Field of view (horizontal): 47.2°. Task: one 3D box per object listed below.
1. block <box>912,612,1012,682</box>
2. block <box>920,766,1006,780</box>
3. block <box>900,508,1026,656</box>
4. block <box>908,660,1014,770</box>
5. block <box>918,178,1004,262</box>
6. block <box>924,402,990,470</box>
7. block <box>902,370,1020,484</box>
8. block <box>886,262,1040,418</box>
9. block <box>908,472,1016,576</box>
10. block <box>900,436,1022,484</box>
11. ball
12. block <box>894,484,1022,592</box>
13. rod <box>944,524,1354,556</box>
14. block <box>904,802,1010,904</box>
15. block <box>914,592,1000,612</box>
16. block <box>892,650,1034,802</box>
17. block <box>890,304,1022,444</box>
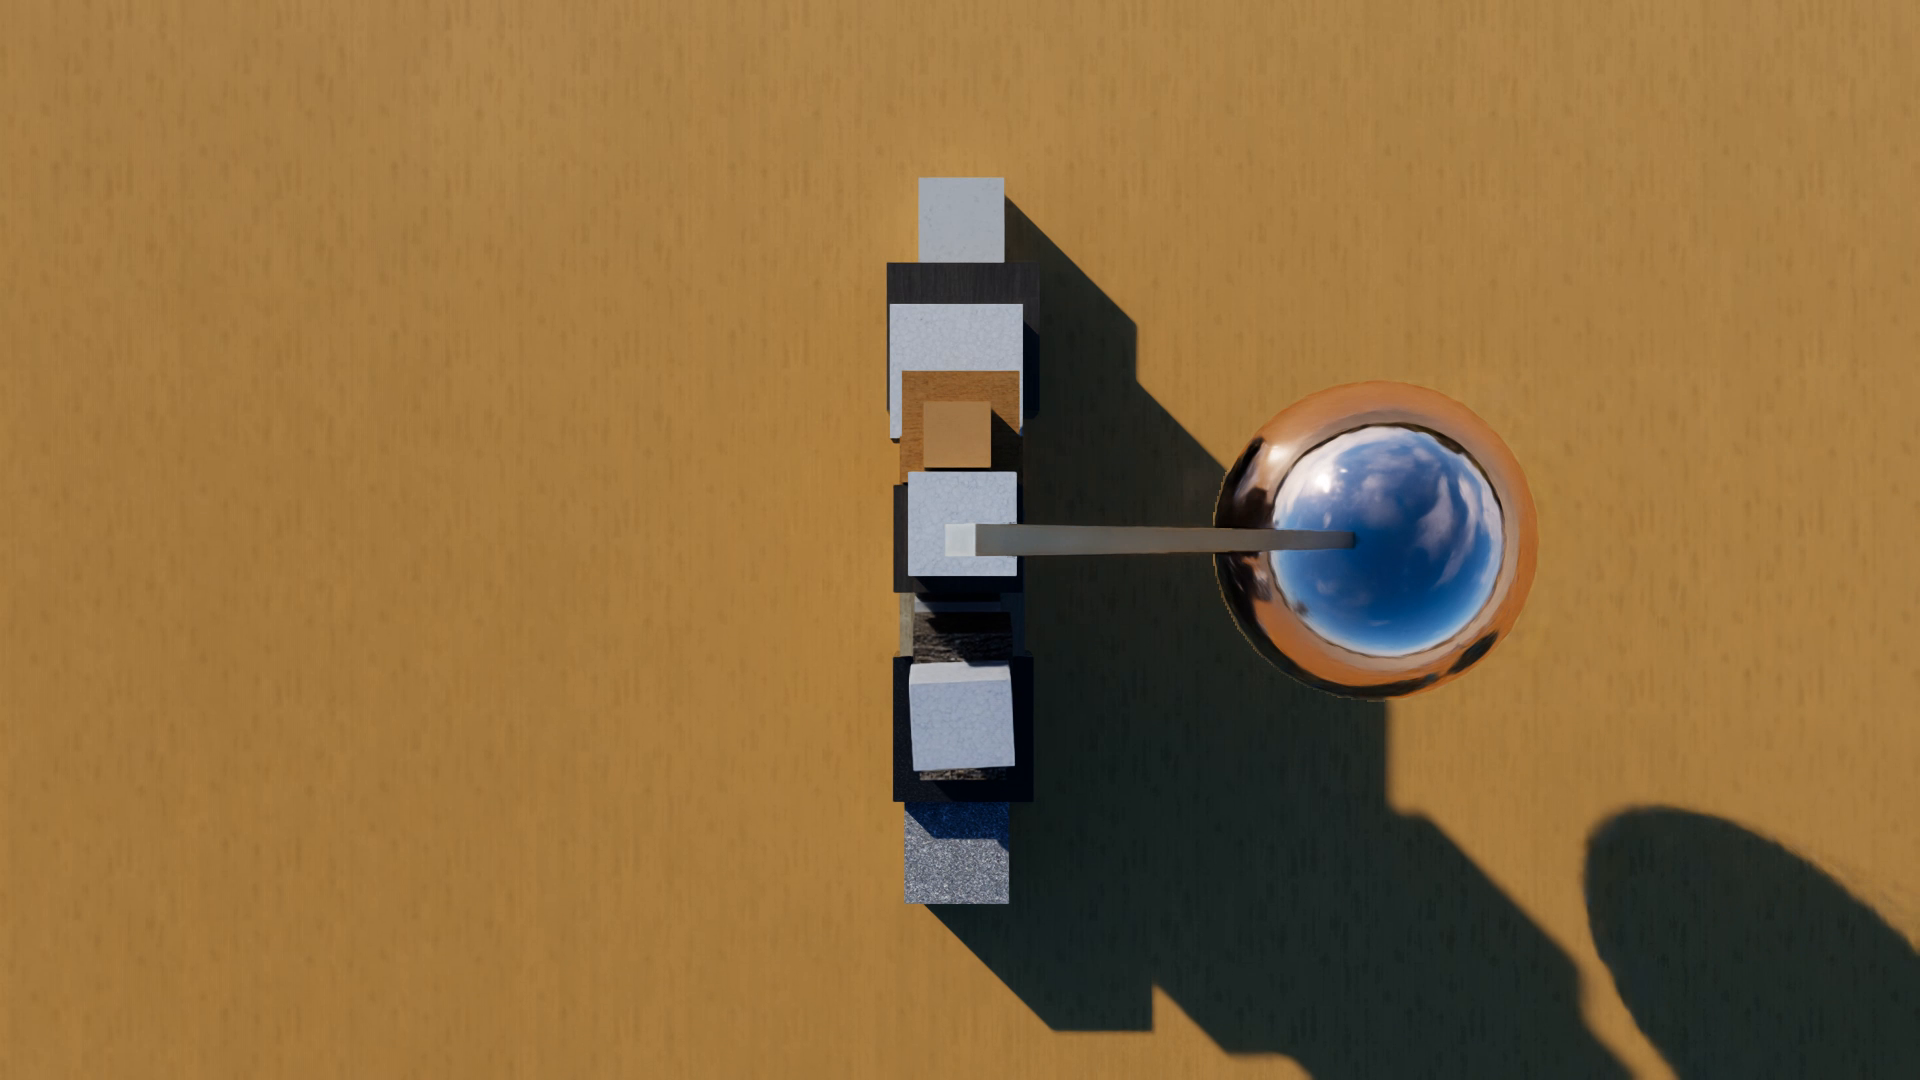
[{"bbox_3d":[0.014,0.679,11.420,0.504,0.527,0.509,0,100,0],"label":"block"},{"bbox_3d":[0.016,1.050,12.042,0.465,0.460,0.479,0,90,0],"label":"block"},{"bbox_3d":[0.013,0.235,12.585,0.694,0.830,0.815,0,90,0],"label":"block"},{"bbox_3d":[0.010,0.869,10.967,0.498,0.431,0.437,-3,100,0],"label":"block"},{"bbox_3d":[0.009,-1.801,12.737,0.486,0.527,0.509,0,90,0],"label":"block"},{"bbox_3d":[-0.013,-0.498,10.588,0.318,0.315,0.312,0,89,0],"label":"block"},{"bbox_3d":[0.003,-0.549,11.064,0.575,0.636,0.547,0,89,0],"label":"block"},{"bbox_3d":[0.016,-1.127,12.586,0.847,0.828,0.820,0,90,0],"label":"block"},{"bbox_3d":[0.011,-0.079,10.523,0.508,0.443,0.488,0,91,0],"label":"block"},{"bbox_3d":[0.006,-0.153,11.773,0.636,0.794,0.754,0,89,0],"label":"block"},{"bbox_3d":[2.074,0.000,11.008,1.600,1.600,1.600,0,90,0],"label":"ball"},{"bbox_3d":[-0.009,-0.001,11.062,0.634,0.621,0.529,0,89,0],"label":"block"},{"bbox_3d":[0.899,0.000,7.817,0.080,5.200,0.080,0,90,20],"label":"rod"},{"bbox_3d":[-0.019,1.764,12.713,0.592,0.574,0.584,0,90,0],"label":"block"},{"bbox_3d":[-0.012,0.537,11.907,0.456,0.481,0.506,0,100,0],"label":"block"},{"bbox_3d":[0.018,1.058,12.636,0.785,0.728,0.809,0,90,0],"label":"block"},{"bbox_3d":[-0.019,-0.886,11.855,0.696,0.634,0.703,0,90,0],"label":"block"}]
